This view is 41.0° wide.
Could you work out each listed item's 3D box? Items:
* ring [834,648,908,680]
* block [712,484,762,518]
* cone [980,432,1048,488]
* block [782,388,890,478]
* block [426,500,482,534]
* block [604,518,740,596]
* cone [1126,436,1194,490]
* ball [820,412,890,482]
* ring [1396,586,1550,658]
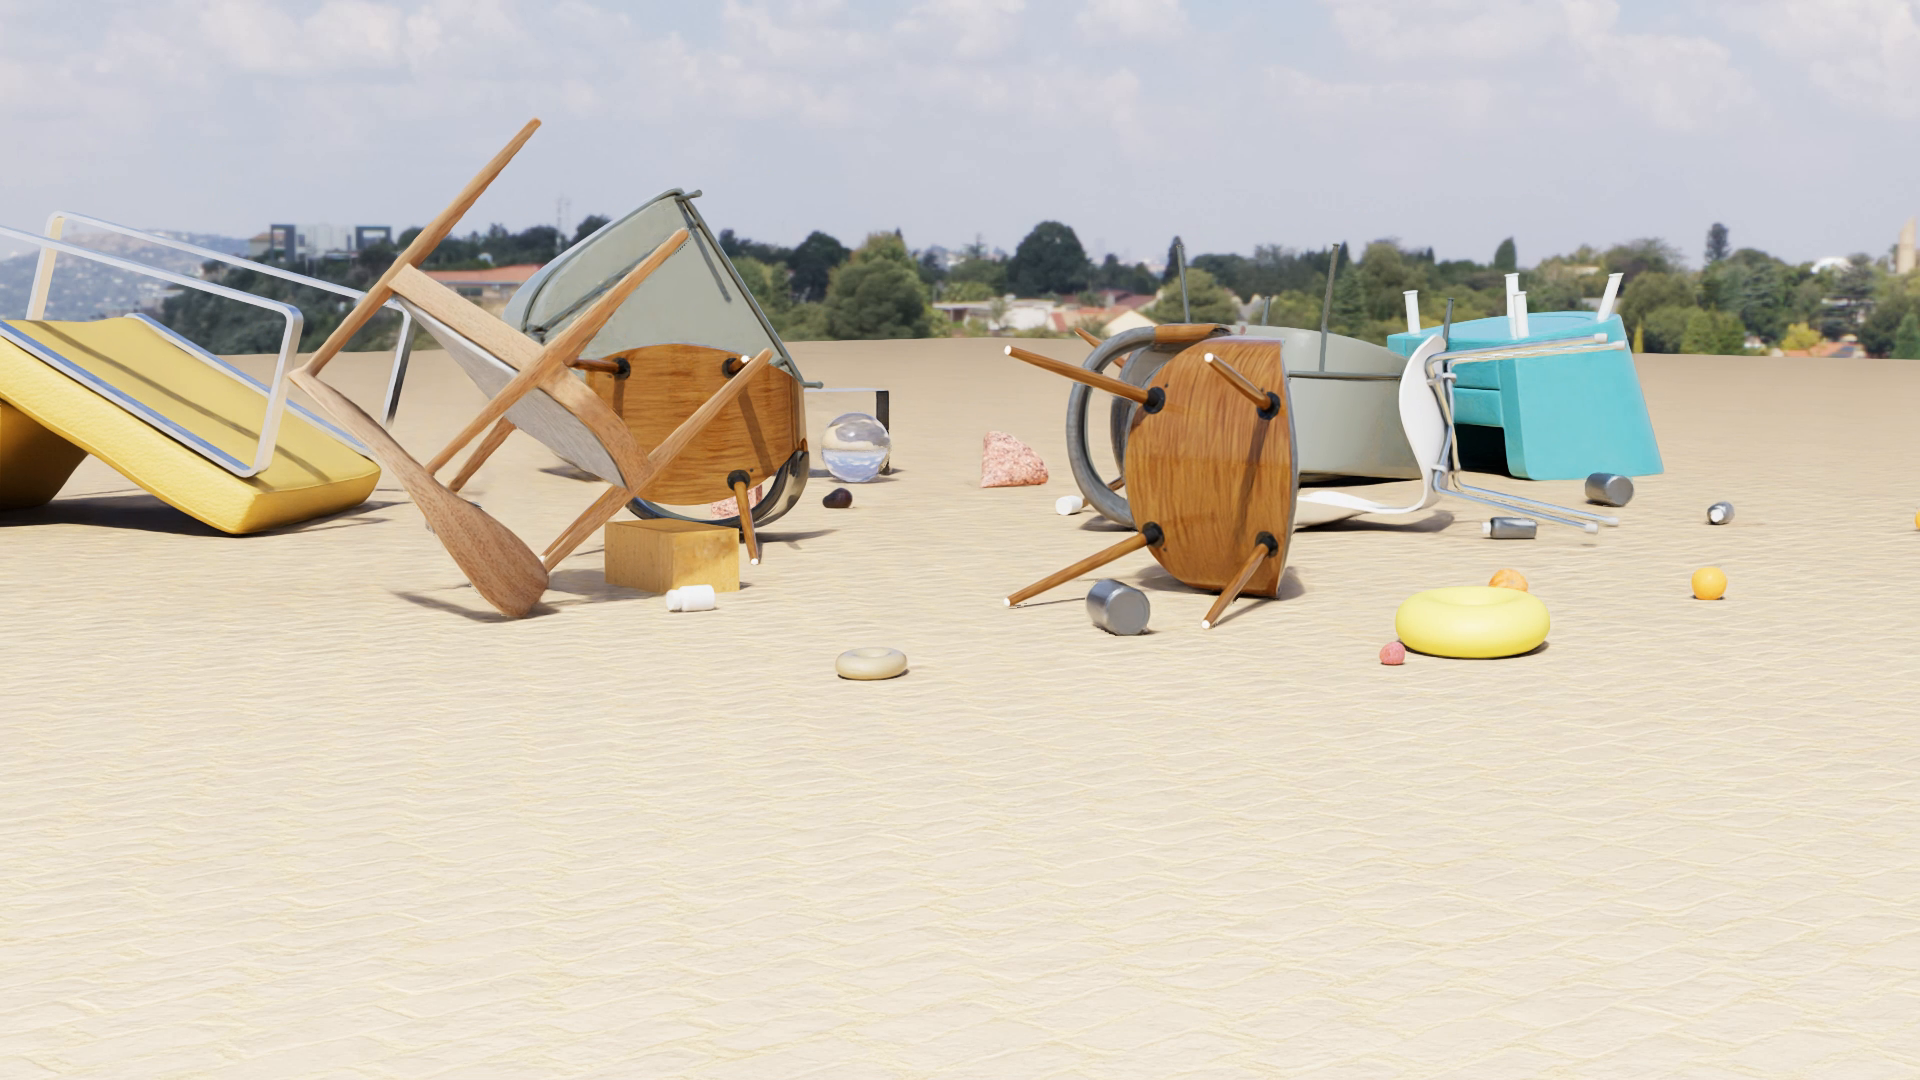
[{"bbox_3d":[-0.146,0.204,4.245,0.115,0.038,0.154,3,7,18],"label":"ring"},{"bbox_3d":[-0.614,-0.108,7.068,0.122,0.081,0.168,0,6,2],"label":"block"},{"bbox_3d":[0.120,-0.210,8.029,0.255,0.160,0.187,33,50,20],"label":"cone"},{"bbox_3d":[-0.414,-0.356,8.496,0.305,0.281,0.205,-2,6,-22],"label":"block"},{"bbox_3d":[-1.315,-0.060,6.657,0.126,0.070,0.124,-2,6,-20],"label":"block"},{"bbox_3d":[-0.613,0.034,5.443,0.158,0.131,0.293,-4,7,-36],"label":"block"},{"bbox_3d":[0.581,-0.199,7.940,0.215,0.204,0.140,-33,-19,-35],"label":"cone"},{"bbox_3d":[-0.333,-0.295,8.181,0.224,0.224,0.224,0,6,0],"label":"ball"},{"bbox_3d":[0.911,0.145,4.561,0.271,0.092,0.379,0,6,14],"label":"ring"}]
